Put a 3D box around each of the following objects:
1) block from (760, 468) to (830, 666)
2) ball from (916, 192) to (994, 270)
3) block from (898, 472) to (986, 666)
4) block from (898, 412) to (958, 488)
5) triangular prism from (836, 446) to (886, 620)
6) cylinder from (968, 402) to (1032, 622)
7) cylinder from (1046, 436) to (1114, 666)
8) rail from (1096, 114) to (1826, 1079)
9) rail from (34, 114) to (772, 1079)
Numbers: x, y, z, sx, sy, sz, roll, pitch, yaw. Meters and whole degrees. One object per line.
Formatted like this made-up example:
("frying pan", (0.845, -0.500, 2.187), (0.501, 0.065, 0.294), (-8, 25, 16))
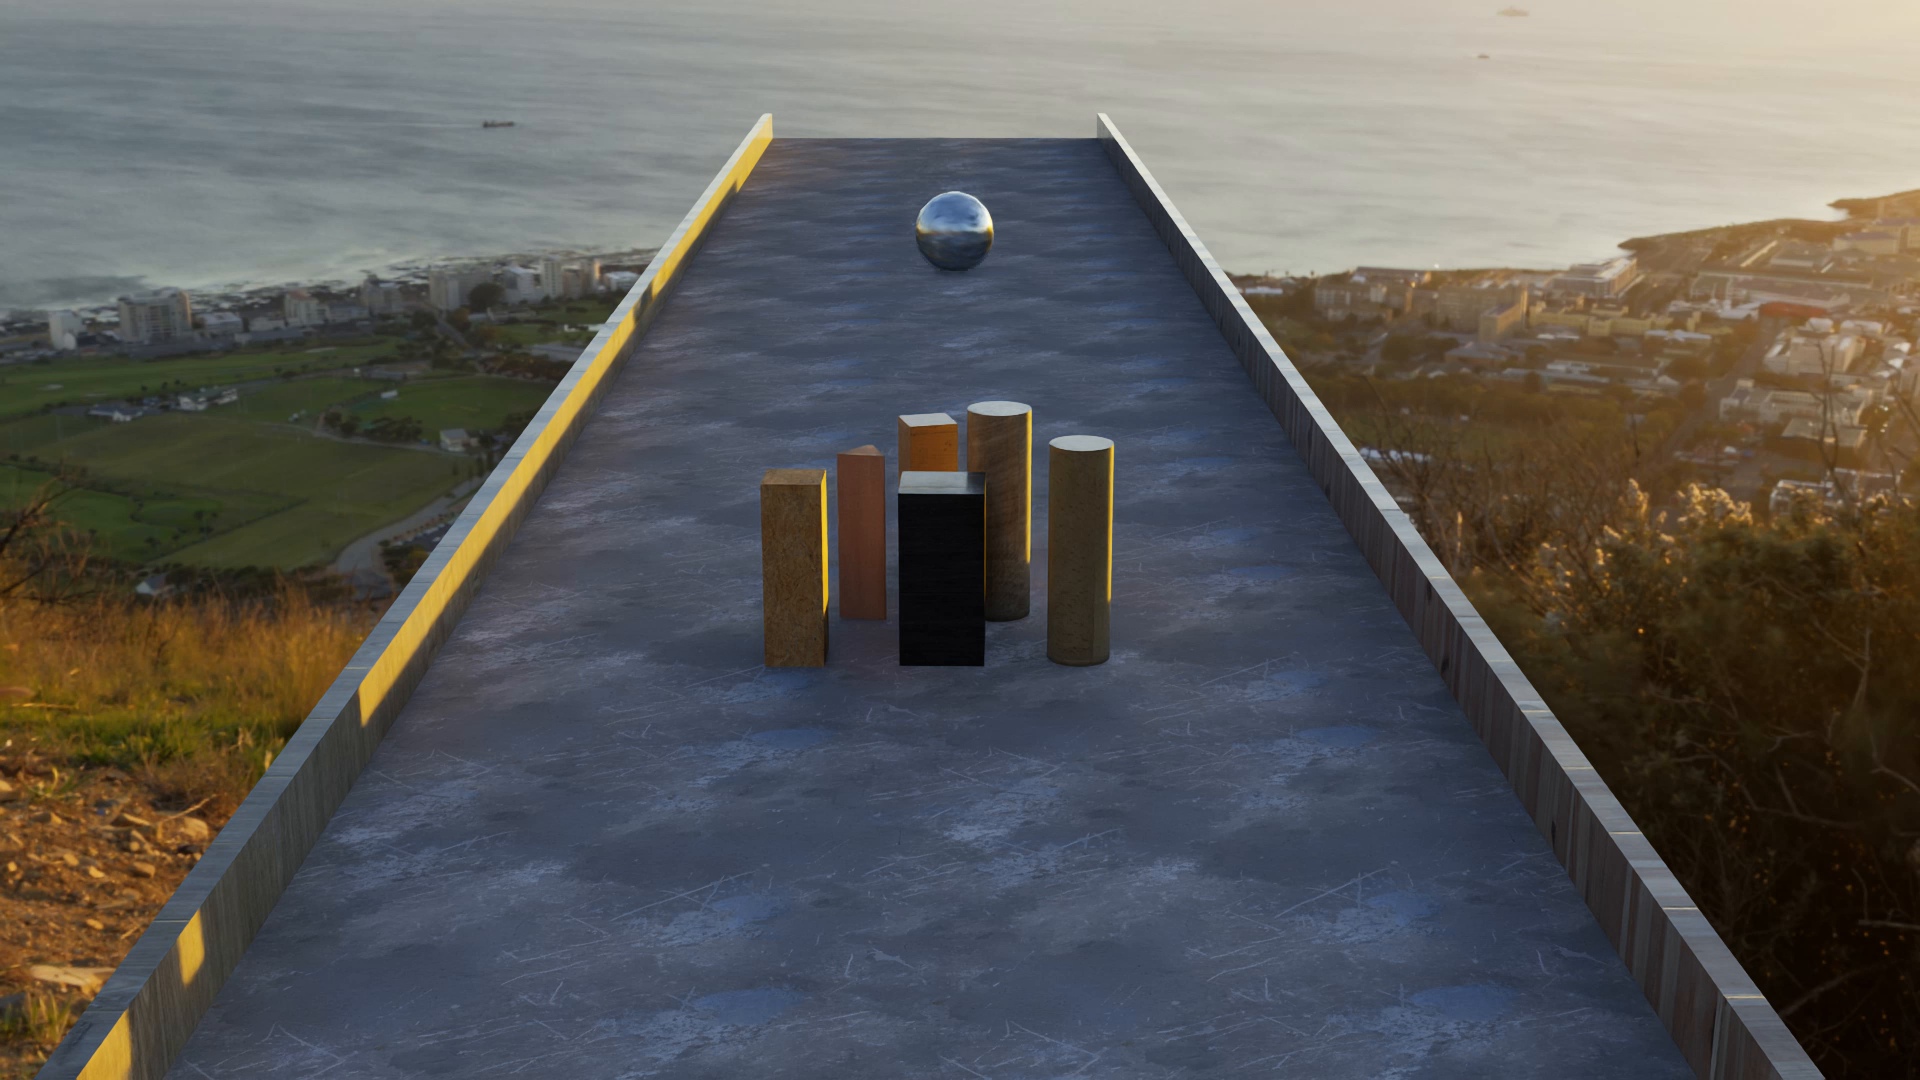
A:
("block", (-0.328, 0.055, 4.381), (0.118, 0.376, 0.118), (0, 17, 1))
("ball", (-0.023, -1.242, 8.850), (0.316, 0.316, 0.316), (0, 17, 0))
("block", (-0.034, 0.056, 4.412), (0.169, 0.356, 0.169), (0, 17, 1))
("block", (-0.072, -0.094, 4.913), (0.108, 0.359, 0.108), (-5, 17, -15))
("triangular prism", (-0.198, -0.017, 4.657), (0.101, 0.358, 0.087), (3, 17, 11))
("cylinder", (0.082, -0.060, 4.646), (0.135, 0.447, 0.135), (0, 17, 0))
("cylinder", (0.239, 0.022, 4.375), (0.127, 0.443, 0.127), (0, 17, 0))
("rail", (0.932, -0.844, 7.801), (0.050, 0.150, 12.000), (0, 17, -1))
("rail", (-1.118, -0.838, 7.780), (0.050, 0.150, 12.000), (0, 17, -1))
